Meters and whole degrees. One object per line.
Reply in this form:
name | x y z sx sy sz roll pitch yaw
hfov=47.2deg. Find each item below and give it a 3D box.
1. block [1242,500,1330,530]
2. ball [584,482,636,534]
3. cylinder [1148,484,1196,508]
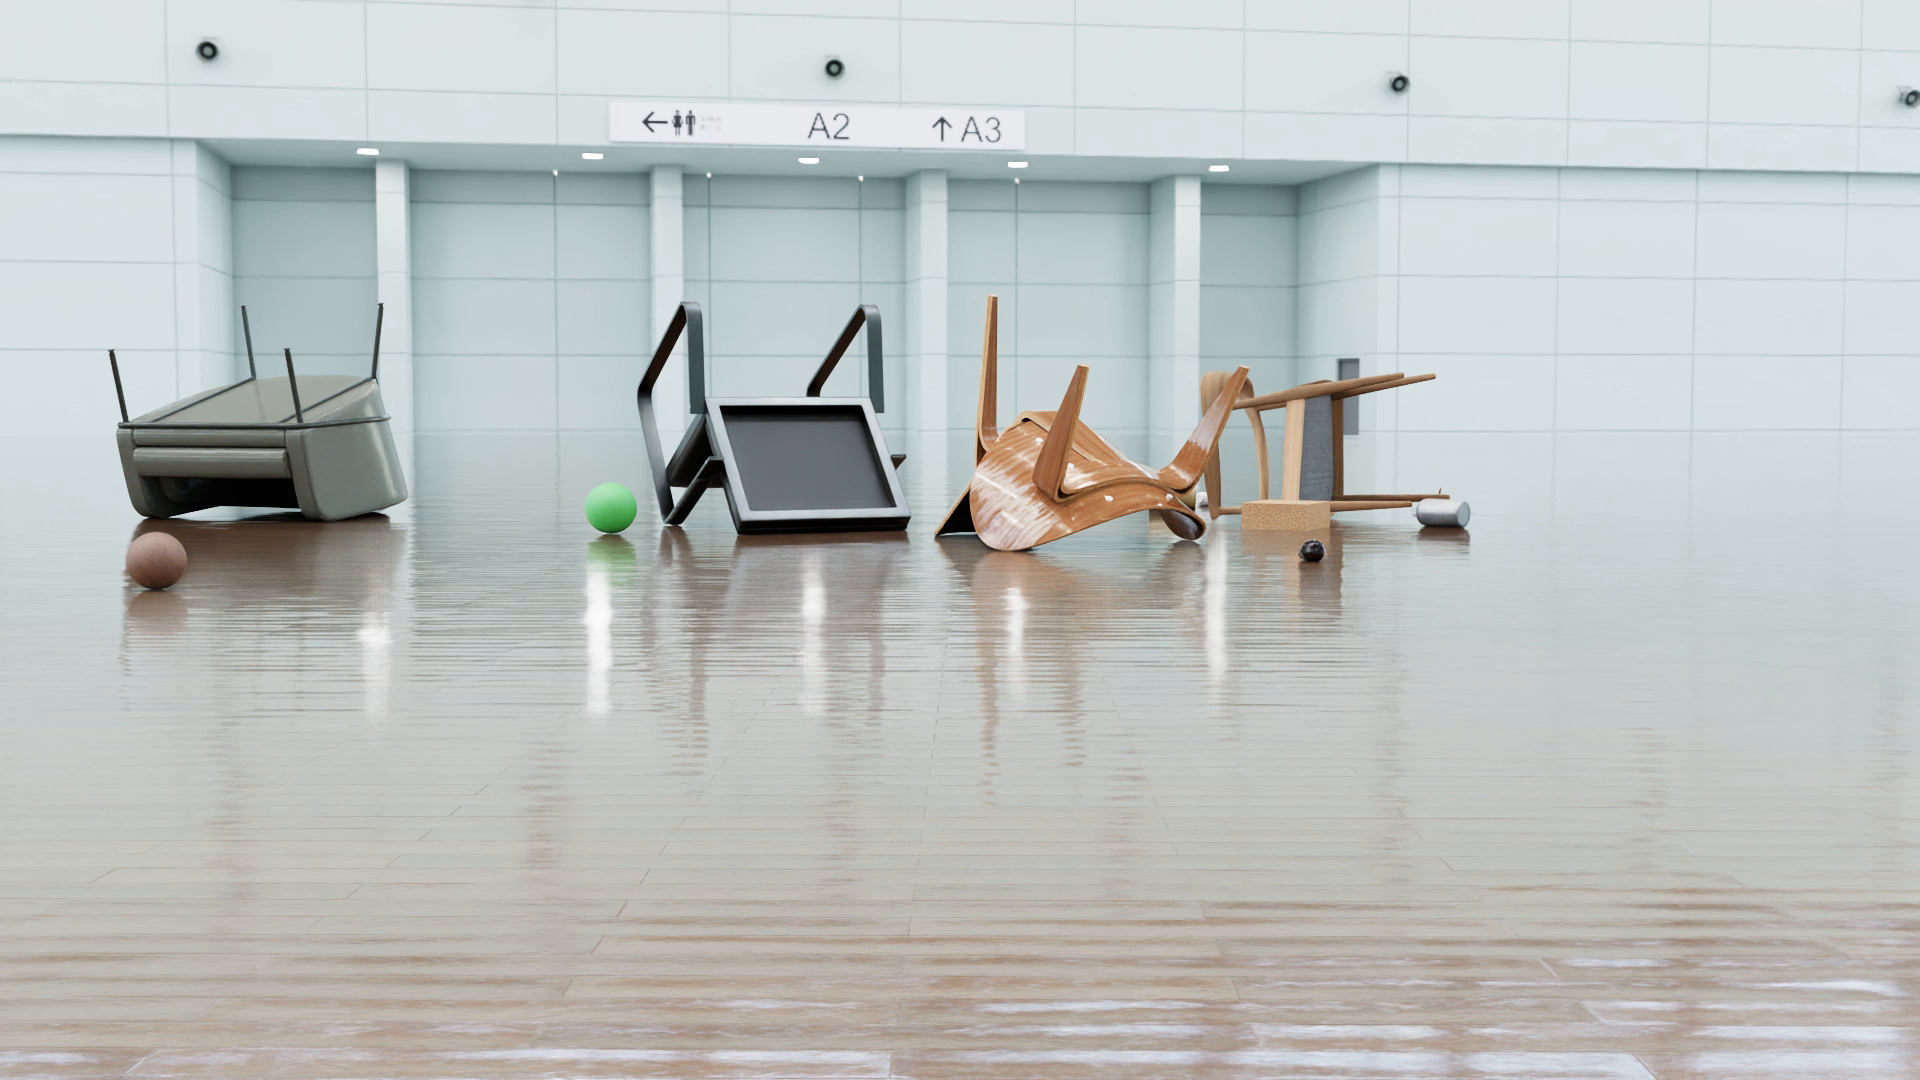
block | 1.055 -0.081 7.112 0.220 0.084 0.229 2 4 27
ball | -1.084 -0.099 6.829 0.160 0.160 0.160 0 4 0
cylinder | 0.794 -0.164 8.245 0.175 0.093 0.104 0 -12 3
